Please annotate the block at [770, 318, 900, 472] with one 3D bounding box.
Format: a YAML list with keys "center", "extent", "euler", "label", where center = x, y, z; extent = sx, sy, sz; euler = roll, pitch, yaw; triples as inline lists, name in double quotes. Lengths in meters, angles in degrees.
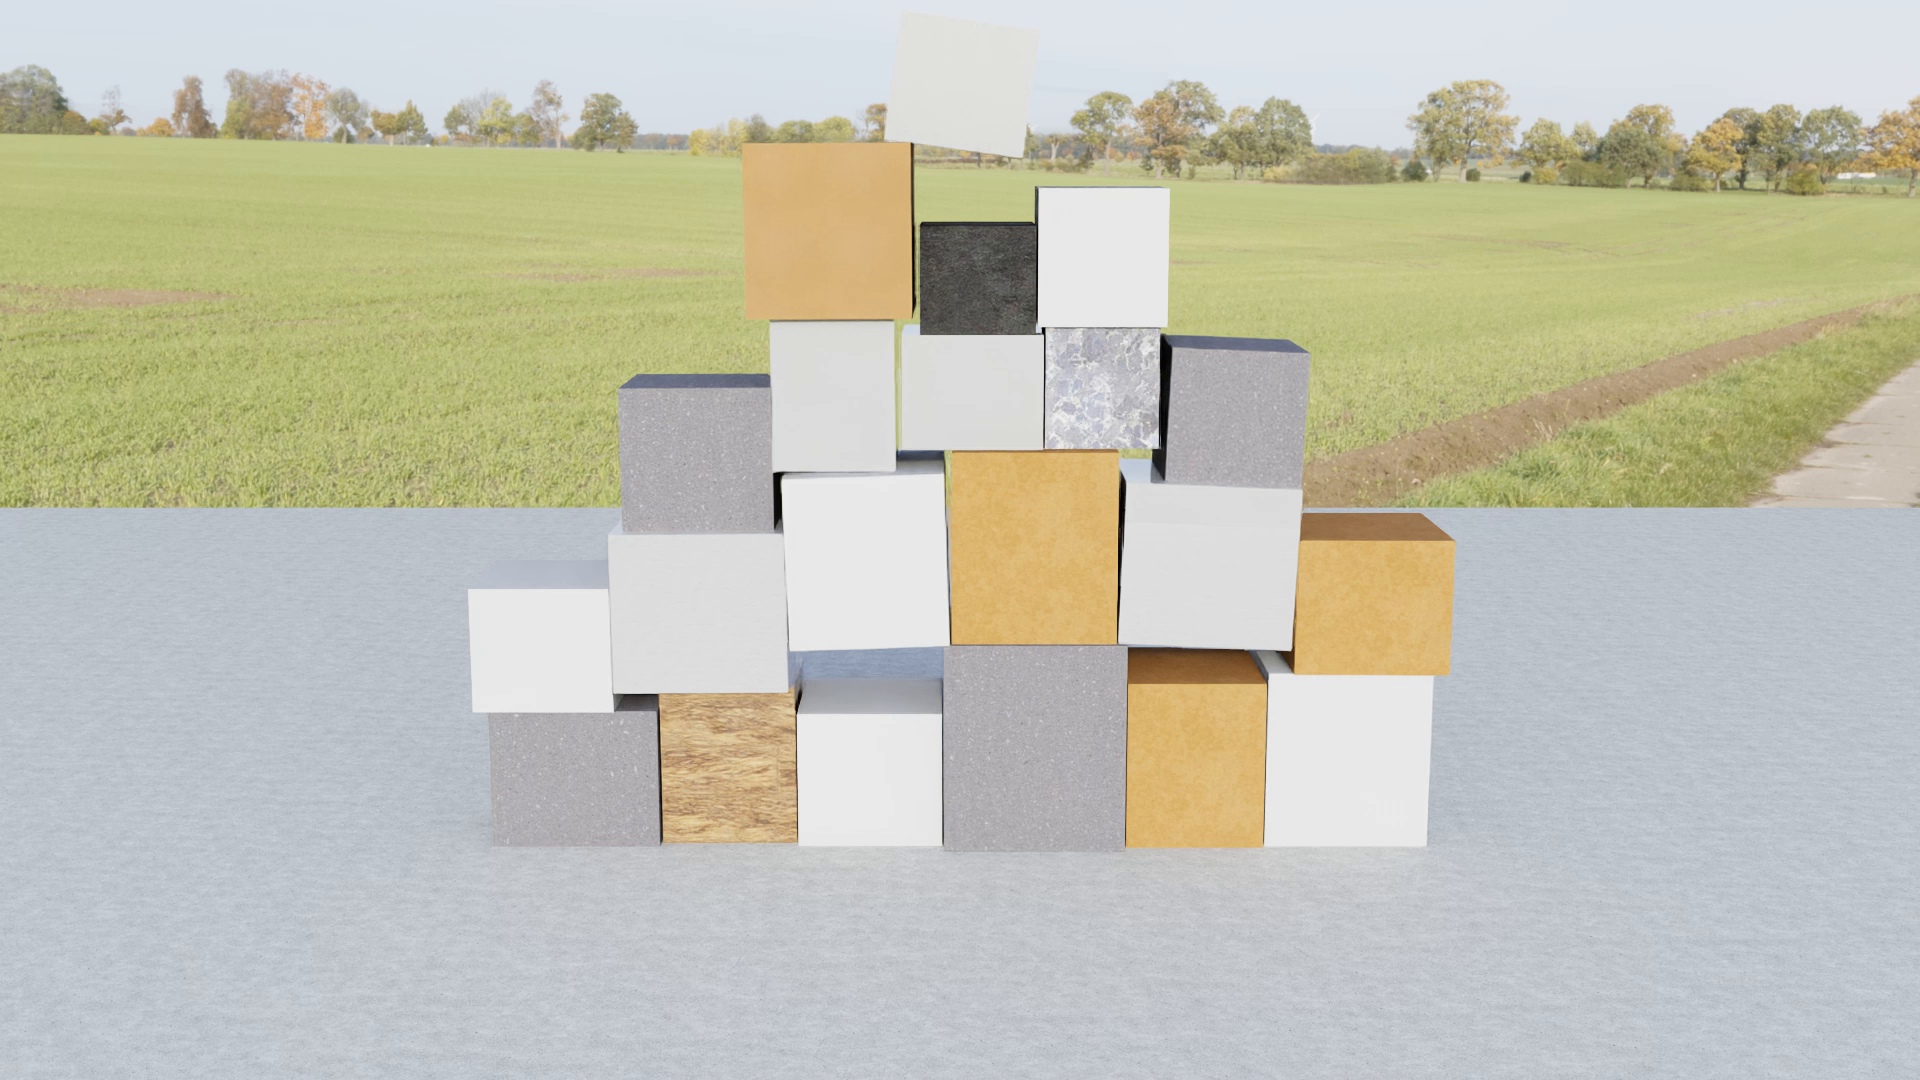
- center: [-0.619, -0.761, 11.029]
  extent: [0.602, 0.754, 0.630]
  euler: [0, 10, 0]
  label: "block"

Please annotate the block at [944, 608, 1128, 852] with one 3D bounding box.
- center: [0.372, 0.960, 11.336]
  extent: [0.904, 1.055, 0.890]
  euler: [0, 10, 0]
  label: "block"

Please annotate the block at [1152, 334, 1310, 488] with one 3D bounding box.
- center: [1.350, -0.659, 11.070]
  extent: [0.669, 0.662, 0.745]
  euler: [2, 10, 0]
  label: "block"

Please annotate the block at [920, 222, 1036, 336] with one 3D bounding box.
- center: [0.087, -1.308, 10.933]
  extent: [0.563, 0.525, 0.610]
  euler: [0, 10, 0]
  label: "block"

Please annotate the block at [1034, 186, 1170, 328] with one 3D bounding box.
- center: [0.692, -1.415, 10.910]
  extent: [0.627, 0.663, 0.621]
  euler: [0, 10, 0]
  label: "block"

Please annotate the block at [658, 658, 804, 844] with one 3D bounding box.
- center: [-1.164, 1.079, 11.370]
  extent: [0.677, 0.806, 0.641]
  euler: [0, 10, 0]
  label: "block"

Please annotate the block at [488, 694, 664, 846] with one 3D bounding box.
- center: [-1.930, 1.133, 11.374]
  extent: [0.839, 0.702, 0.743]
  euler: [0, 10, 0]
  label: "block"

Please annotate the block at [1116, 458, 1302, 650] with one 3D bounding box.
- center: [1.224, 0.059, 11.193]
  extent: [0.857, 0.804, 0.841]
  euler: [2, 10, 0]
  label: "block"

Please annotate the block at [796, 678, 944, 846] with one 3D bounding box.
- center: [-0.452, 1.138, 11.393]
  extent: [0.724, 0.684, 0.751]
  euler: [0, 10, 0]
  label: "block"

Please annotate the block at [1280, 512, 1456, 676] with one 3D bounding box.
- center: [2.043, 0.263, 11.244]
  extent: [0.770, 0.677, 0.826]
  euler: [0, 10, 0]
  label: "block"

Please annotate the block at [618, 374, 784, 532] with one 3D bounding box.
- center: [-1.292, -0.451, 11.099]
  extent: [0.747, 0.707, 0.670]
  euler: [0, 10, 0]
  label: "block"

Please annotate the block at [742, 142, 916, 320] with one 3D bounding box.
- center: [-0.633, -1.544, 10.893]
  extent: [0.801, 0.835, 0.777]
  euler: [0, 10, 0]
  label: "block"

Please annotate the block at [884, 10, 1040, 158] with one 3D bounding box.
- center: [0.009, -2.228, 10.790]
  extent: [0.668, 0.605, 0.654]
  euler: [8, 10, -1]
  label: "block"

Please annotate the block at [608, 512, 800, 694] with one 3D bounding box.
- center: [-1.286, 0.293, 11.215]
  extent: [0.865, 0.798, 0.813]
  euler: [0, 10, 0]
  label: "block"

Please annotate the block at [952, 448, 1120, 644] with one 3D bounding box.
- center: [0.366, -0.033, 11.187]
  extent: [0.814, 0.953, 0.880]
  euler: [0, 10, 0]
  label: "block"

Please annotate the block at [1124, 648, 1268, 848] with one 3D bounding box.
- center: [1.179, 1.059, 11.379]
  extent: [0.689, 0.845, 0.809]
  euler: [0, 10, 0]
  label: "block"

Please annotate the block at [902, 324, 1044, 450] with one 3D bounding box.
- center: [0.061, -0.775, 11.035]
  extent: [0.691, 0.561, 0.642]
  euler: [0, 10, 0]
  label: "block"

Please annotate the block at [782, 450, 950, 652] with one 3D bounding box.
- center: [-0.458, 0.033, 11.175]
  extent: [0.786, 0.853, 0.909]
  euler: [-2, 10, 0]
  label: "block"

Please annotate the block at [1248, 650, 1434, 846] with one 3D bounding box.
- center: [1.943, 1.034, 11.382]
  extent: [0.816, 0.890, 0.779]
  euler: [0, 10, 0]
  label: "block"

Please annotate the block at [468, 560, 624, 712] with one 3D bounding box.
- center: [-2.071, 0.482, 11.248]
  extent: [0.698, 0.624, 0.764]
  euler: [0, 10, 0]
  label: "block"

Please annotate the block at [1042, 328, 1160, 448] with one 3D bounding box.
- center: [0.696, -0.793, 11.025]
  extent: [0.558, 0.601, 0.552]
  euler: [0, 10, 0]
  label: "block"
